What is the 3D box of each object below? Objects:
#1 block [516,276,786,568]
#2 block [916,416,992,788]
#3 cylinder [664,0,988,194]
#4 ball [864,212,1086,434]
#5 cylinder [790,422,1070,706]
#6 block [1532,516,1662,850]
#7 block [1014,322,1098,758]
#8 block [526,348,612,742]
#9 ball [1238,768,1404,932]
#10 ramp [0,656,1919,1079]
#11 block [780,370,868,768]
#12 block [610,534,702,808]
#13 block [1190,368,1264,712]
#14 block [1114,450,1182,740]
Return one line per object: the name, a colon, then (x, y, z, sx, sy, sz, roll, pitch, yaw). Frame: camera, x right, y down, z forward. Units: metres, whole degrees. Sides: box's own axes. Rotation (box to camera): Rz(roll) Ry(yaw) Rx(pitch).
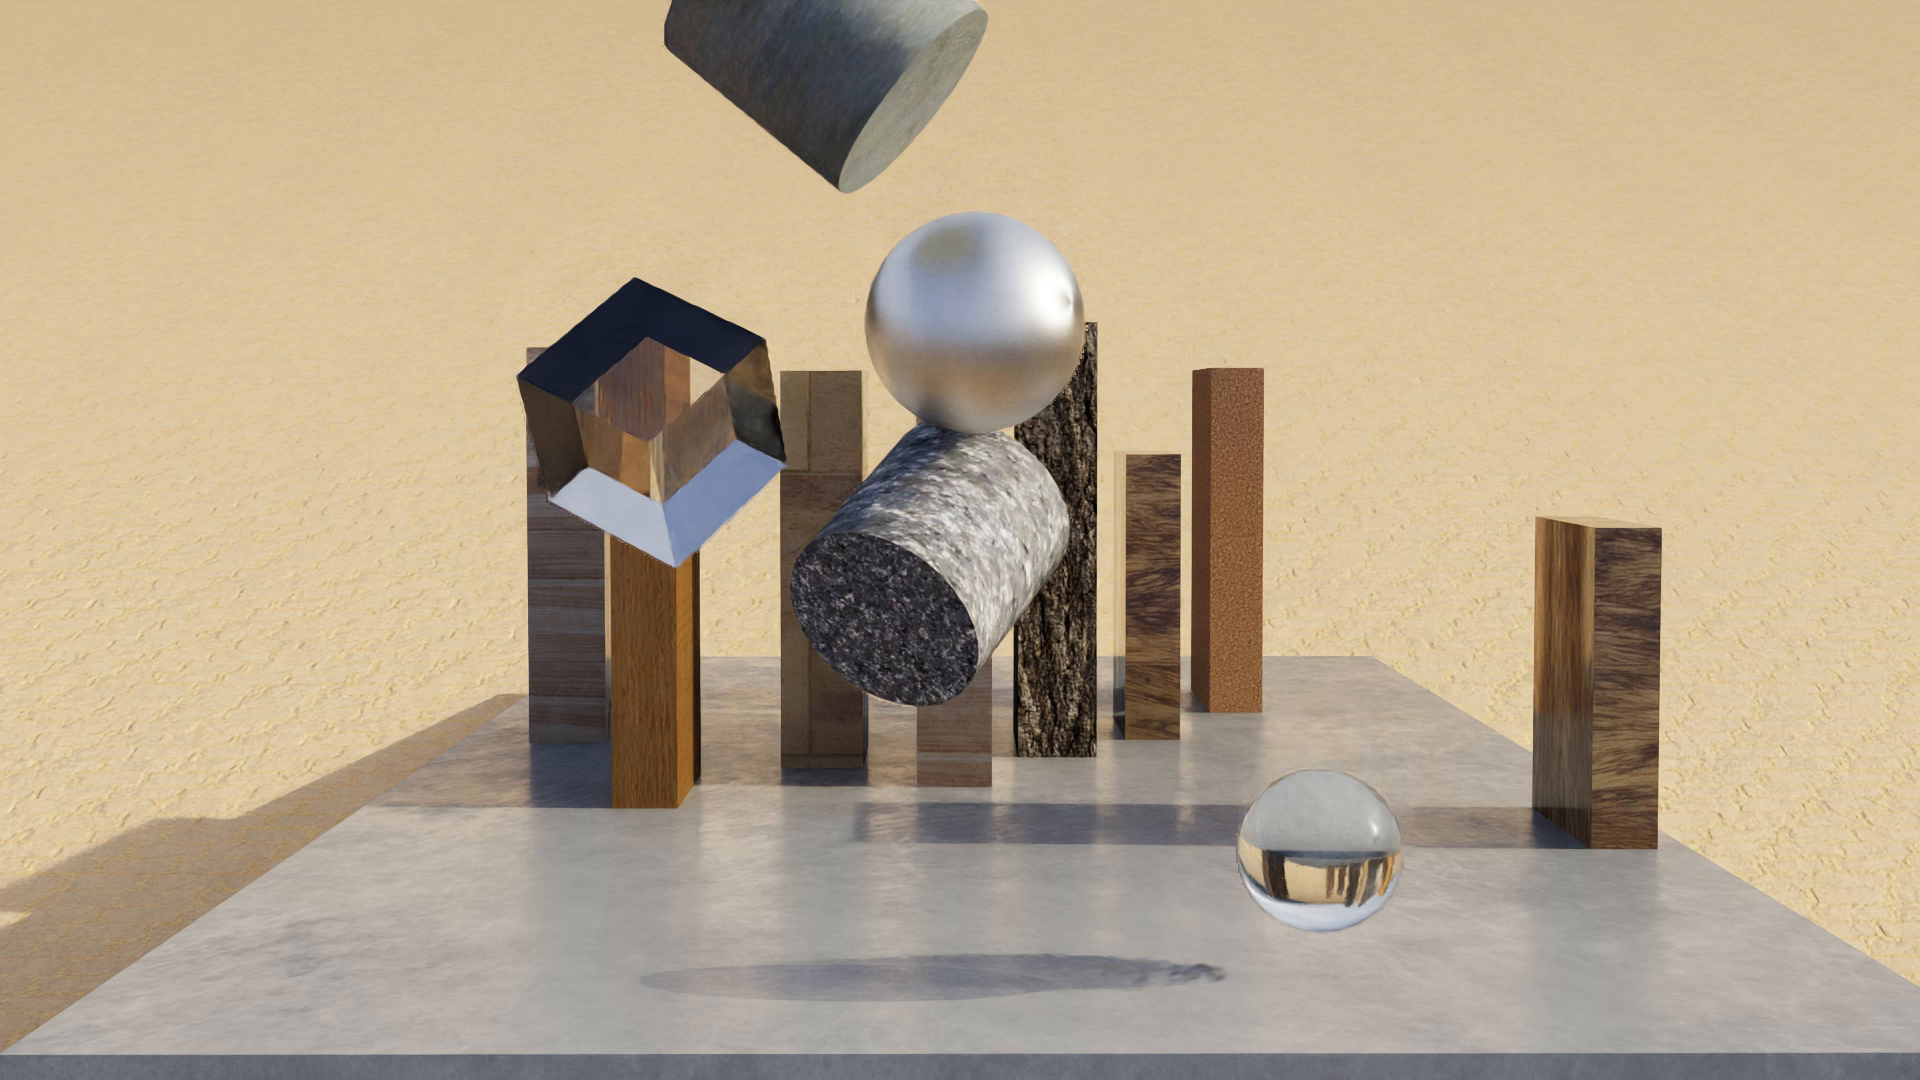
block: (-0.343, -0.133, 2.889, 0.195, 0.195, 0.195, 26, 54, 27)
block: (-0.010, 0.038, 4.499, 0.126, 0.728, 0.448, 0, 3, 0)
cylinder: (-0.118, -0.451, 2.277, 0.203, 0.203, 0.203, 40, 31, 6)
ball: (0.014, -0.200, 2.365, 0.204, 0.204, 0.204, 0, 21, 0)
cylinder: (-0.026, 0.019, 2.420, 0.195, 0.195, 0.195, 11, 39, 26)
block: (0.954, 0.203, 3.870, 0.096, 0.462, 0.379, 0, 3, 0)
block: (0.176, -0.008, 4.820, 0.143, 0.786, 0.368, 0, 3, 0)
block: (-0.742, 0.003, 4.991, 0.146, 0.746, 0.299, 0, 3, 0)
ball: (0.403, 0.347, 2.875, 0.183, 0.183, 0.183, 0, 21, 0)
ramp: (0.050, 0.451, 4.532, 2.000, 0.100, 4.000, 0, 3, 0)
block: (-0.244, 0.044, 4.661, 0.144, 0.698, 0.304, 0, 3, 0)
block: (-0.499, 0.052, 4.240, 0.103, 0.727, 0.376, 0, 3, 0)
block: (0.572, -0.010, 5.524, 0.109, 0.714, 0.427, 0, 3, 0)
block: (0.366, 0.099, 5.070, 0.105, 0.544, 0.376, 0, 3, 0)
